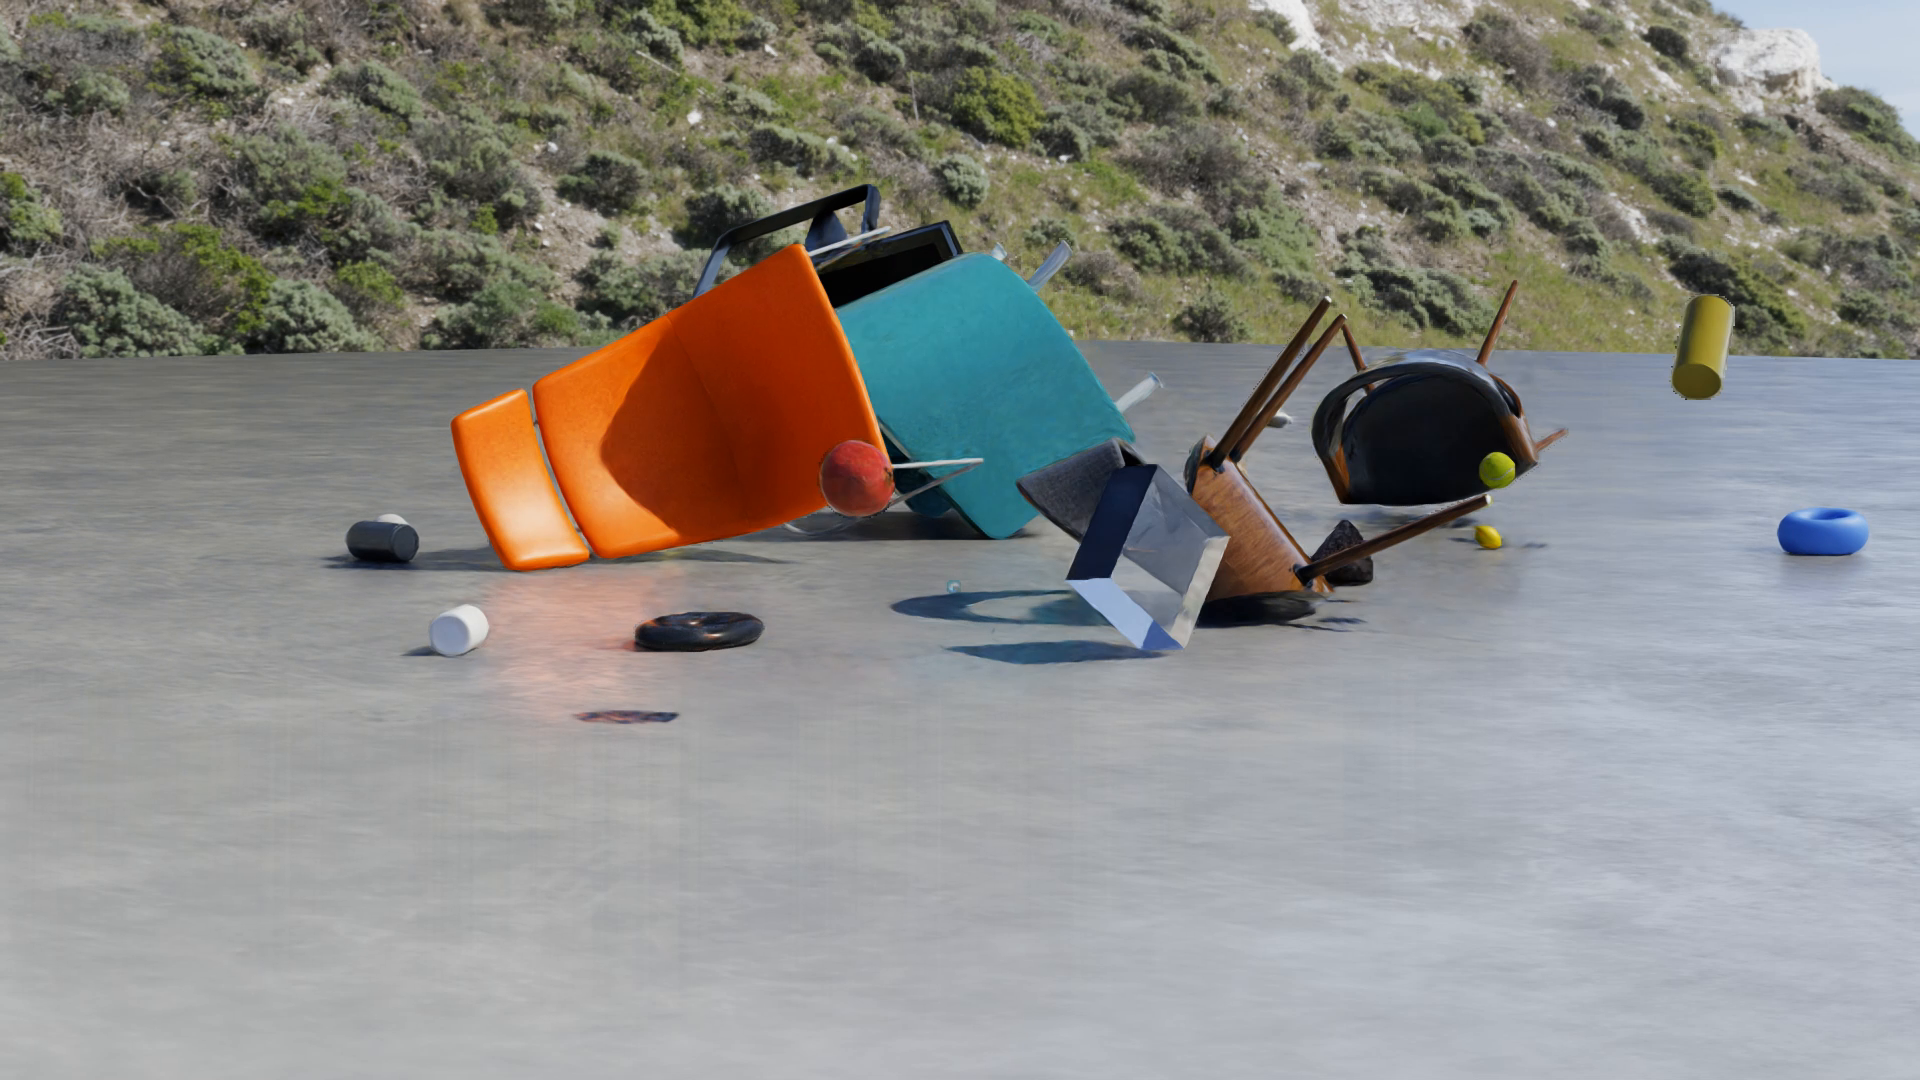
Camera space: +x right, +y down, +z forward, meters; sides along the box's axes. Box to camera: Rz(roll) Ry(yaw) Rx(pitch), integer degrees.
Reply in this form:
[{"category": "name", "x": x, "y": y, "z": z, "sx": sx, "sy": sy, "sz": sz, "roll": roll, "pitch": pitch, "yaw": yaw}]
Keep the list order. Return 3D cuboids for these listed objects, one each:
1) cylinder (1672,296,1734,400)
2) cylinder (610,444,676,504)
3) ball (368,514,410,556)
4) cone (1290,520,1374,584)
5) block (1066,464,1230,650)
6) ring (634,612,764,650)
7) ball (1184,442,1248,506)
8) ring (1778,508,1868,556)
[{"category": "cylinder", "x": 1.812, "y": -0.471, "z": 6.256, "sx": 0.116, "sy": 0.256, "sz": 0.113, "roll": 29, "pitch": -41, "yaw": -6}, {"category": "cylinder", "x": -0.911, "y": -0.187, "z": 7.372, "sx": 0.136, "sy": 0.129, "sz": 0.147, "roll": -21, "pitch": 30, "yaw": 33}, {"category": "ball", "x": -1.348, "y": -0.013, "z": 6.061, "sx": 0.099, "sy": 0.099, "sz": 0.099, "roll": 0, "pitch": 6, "yaw": 0}, {"category": "cone", "x": 0.779, "y": 0.059, "z": 5.505, "sx": 0.165, "sy": 0.143, "sz": 0.186, "roll": -26, "pitch": -16, "yaw": -7}, {"category": "block", "x": 0.330, "y": 0.032, "z": 4.475, "sx": 0.105, "sy": 0.236, "sz": 0.224, "roll": -4, "pitch": -37, "yaw": 46}, {"category": "ring", "x": -0.468, "y": 0.163, "z": 4.616, "sx": 0.201, "sy": 0.043, "sz": 0.276, "roll": 5, "pitch": 8, "yaw": 33}, {"category": "ball", "x": 0.734, "y": -0.190, "z": 7.369, "sx": 0.182, "sy": 0.182, "sz": 0.182, "roll": 0, "pitch": 6, "yaw": 0}, {"category": "ring", "x": 2.054, "y": -0.018, "z": 6.106, "sx": 0.210, "sy": 0.092, "sz": 0.153, "roll": -3, "pitch": 16, "yaw": 3}]
